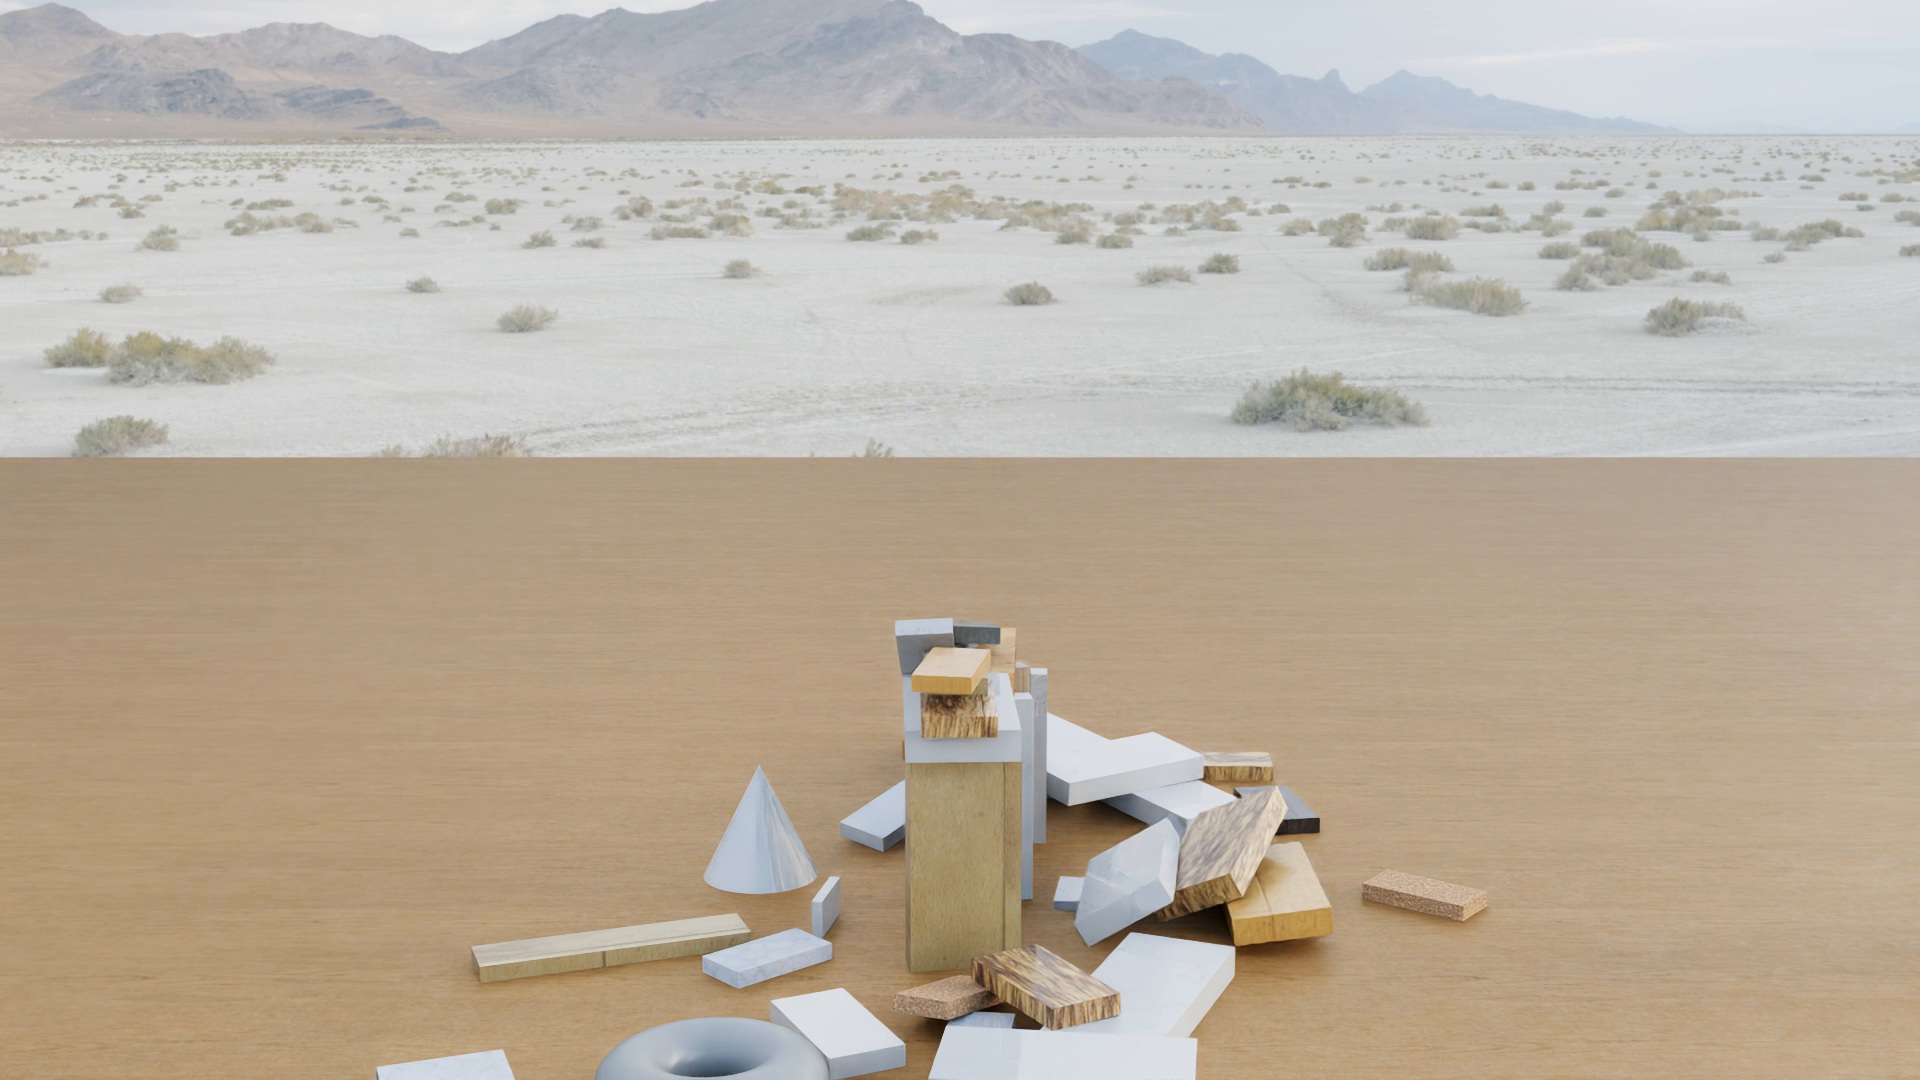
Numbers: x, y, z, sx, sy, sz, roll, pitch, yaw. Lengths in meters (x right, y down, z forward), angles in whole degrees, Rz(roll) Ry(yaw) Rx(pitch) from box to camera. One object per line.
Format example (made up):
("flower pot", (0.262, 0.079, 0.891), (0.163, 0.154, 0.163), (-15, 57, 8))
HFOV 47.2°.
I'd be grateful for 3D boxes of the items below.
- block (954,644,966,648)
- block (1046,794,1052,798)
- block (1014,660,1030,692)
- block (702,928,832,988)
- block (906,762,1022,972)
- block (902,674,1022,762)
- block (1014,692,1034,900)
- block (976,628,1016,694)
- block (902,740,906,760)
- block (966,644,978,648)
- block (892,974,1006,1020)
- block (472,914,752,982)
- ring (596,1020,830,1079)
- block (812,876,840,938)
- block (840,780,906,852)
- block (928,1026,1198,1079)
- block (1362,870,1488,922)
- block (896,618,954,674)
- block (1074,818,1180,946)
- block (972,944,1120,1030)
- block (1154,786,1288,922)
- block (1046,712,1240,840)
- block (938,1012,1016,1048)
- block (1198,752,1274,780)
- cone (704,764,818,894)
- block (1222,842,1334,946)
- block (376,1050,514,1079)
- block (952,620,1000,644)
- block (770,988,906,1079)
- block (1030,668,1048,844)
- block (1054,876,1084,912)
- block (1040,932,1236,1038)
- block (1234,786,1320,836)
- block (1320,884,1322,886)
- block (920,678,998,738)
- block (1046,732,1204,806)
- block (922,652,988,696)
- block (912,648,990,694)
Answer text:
("block", (-0.027, 0.179, 3.605), (0.047, 0.013, 0.094), (-2, 3, 19))
("block", (0.106, 0.439, 4.152), (0.203, 0.029, 0.102), (11, 27, -36))
("block", (0.035, 0.387, 3.832), (0.170, 0.339, 0.048), (-4, 11, -20))
("block", (-0.293, 0.636, 3.351), (0.179, 0.025, 0.090), (-9, 14, -41))
("block", (0.005, 0.480, 3.331), (0.170, 0.340, 0.048), (-2, 11, -10))
("block", (-0.001, 0.271, 3.389), (0.170, 0.048, 0.340), (0, 11, -2))
("block", (0.033, 0.425, 3.625), (0.170, 0.339, 0.048), (-1, 9, -6))
("block", (0.009, 0.209, 3.729), (0.170, 0.048, 0.339), (0, 10, 2))
("block", (-0.033, 0.390, 4.438), (0.133, 0.038, 0.266), (1, 11, 6))
("block", (-0.001, 0.175, 3.701), (0.047, 0.013, 0.094), (2, 1, 10))
("block", (-0.009, 0.654, 3.150), (0.090, 0.025, 0.180), (1, -1, 31))
("block", (-0.536, 0.628, 3.395), (0.417, 0.025, 0.090), (-4, 11, -20))
("ring", (-0.317, 0.699, 2.811), (0.303, 0.101, 0.303), (0, 9, 0))
("block", (-0.214, 0.587, 3.520), (0.017, 0.060, 0.120), (2, 11, 11))
("block", (-0.094, 0.483, 4.005), (0.097, 0.028, 0.278), (16, 28, 33))
("block", (0.134, 0.681, 2.798), (0.328, 0.047, 0.164), (1, 11, 7))
("block", (0.766, 0.585, 3.627), (0.180, 0.026, 0.090), (8, 13, 37))
("block", (-0.053, 0.171, 3.482), (0.089, 0.025, 0.178), (-3, -24, 1))
("block", (0.274, 0.550, 3.560), (0.153, 0.043, 0.306), (-30, 5, 12))
("block", (0.119, 0.631, 3.112), (0.111, 0.031, 0.222), (-7, 12, -29))
("block", (0.425, 0.512, 3.600), (0.153, 0.043, 0.306), (-24, 10, 28))
("block", (0.291, 0.446, 4.214), (0.155, 0.044, 0.616), (-7, 17, -35))
("block", (0.021, 0.696, 3.026), (0.090, 0.025, 0.180), (1, 11, 8))
("block", (0.511, 0.447, 4.359), (0.209, 0.029, 0.102), (0, 11, 2))
("cone", (-0.341, 0.476, 3.747), (0.196, 0.196, 0.196), (0, 11, 0))
("block", (0.496, 0.565, 3.532), (0.153, 0.043, 0.324), (-7, 10, 2))
("block", (-0.630, 0.735, 2.759), (0.164, 0.047, 0.328), (-4, 11, -20))
("block", (0.010, 0.155, 3.711), (0.097, 0.028, 0.194), (2, 1, -5))
("block", (-0.172, 0.686, 3.064), (0.111, 0.031, 0.222), (-5, 12, -25))
("block", (0.077, 0.385, 3.924), (0.155, 0.310, 0.044), (0, 11, 2))
("block", (0.190, 0.586, 3.643), (0.060, 0.017, 0.120), (1, 11, 8))
("block", (0.192, 0.693, 2.988), (0.164, 0.047, 0.765), (4, 11, 22))
("block", (0.585, 0.500, 4.075), (0.102, 0.029, 0.203), (-2, 11, -9))
("block", (0.537, 0.596, 3.569), (0.090, 0.025, 0.179), (2, 11, 12))
("block", (-0.003, 0.250, 3.285), (0.111, 0.031, 0.222), (0, 11, -1))
("block", (0.285, 0.426, 4.109), (0.310, 0.044, 0.155), (-7, 16, -32))
("block", (-0.009, 0.203, 3.379), (0.089, 0.025, 0.177), (-1, 11, -4))
("block", (-0.012, 0.194, 3.290), (0.089, 0.025, 0.177), (2, 11, 10))
